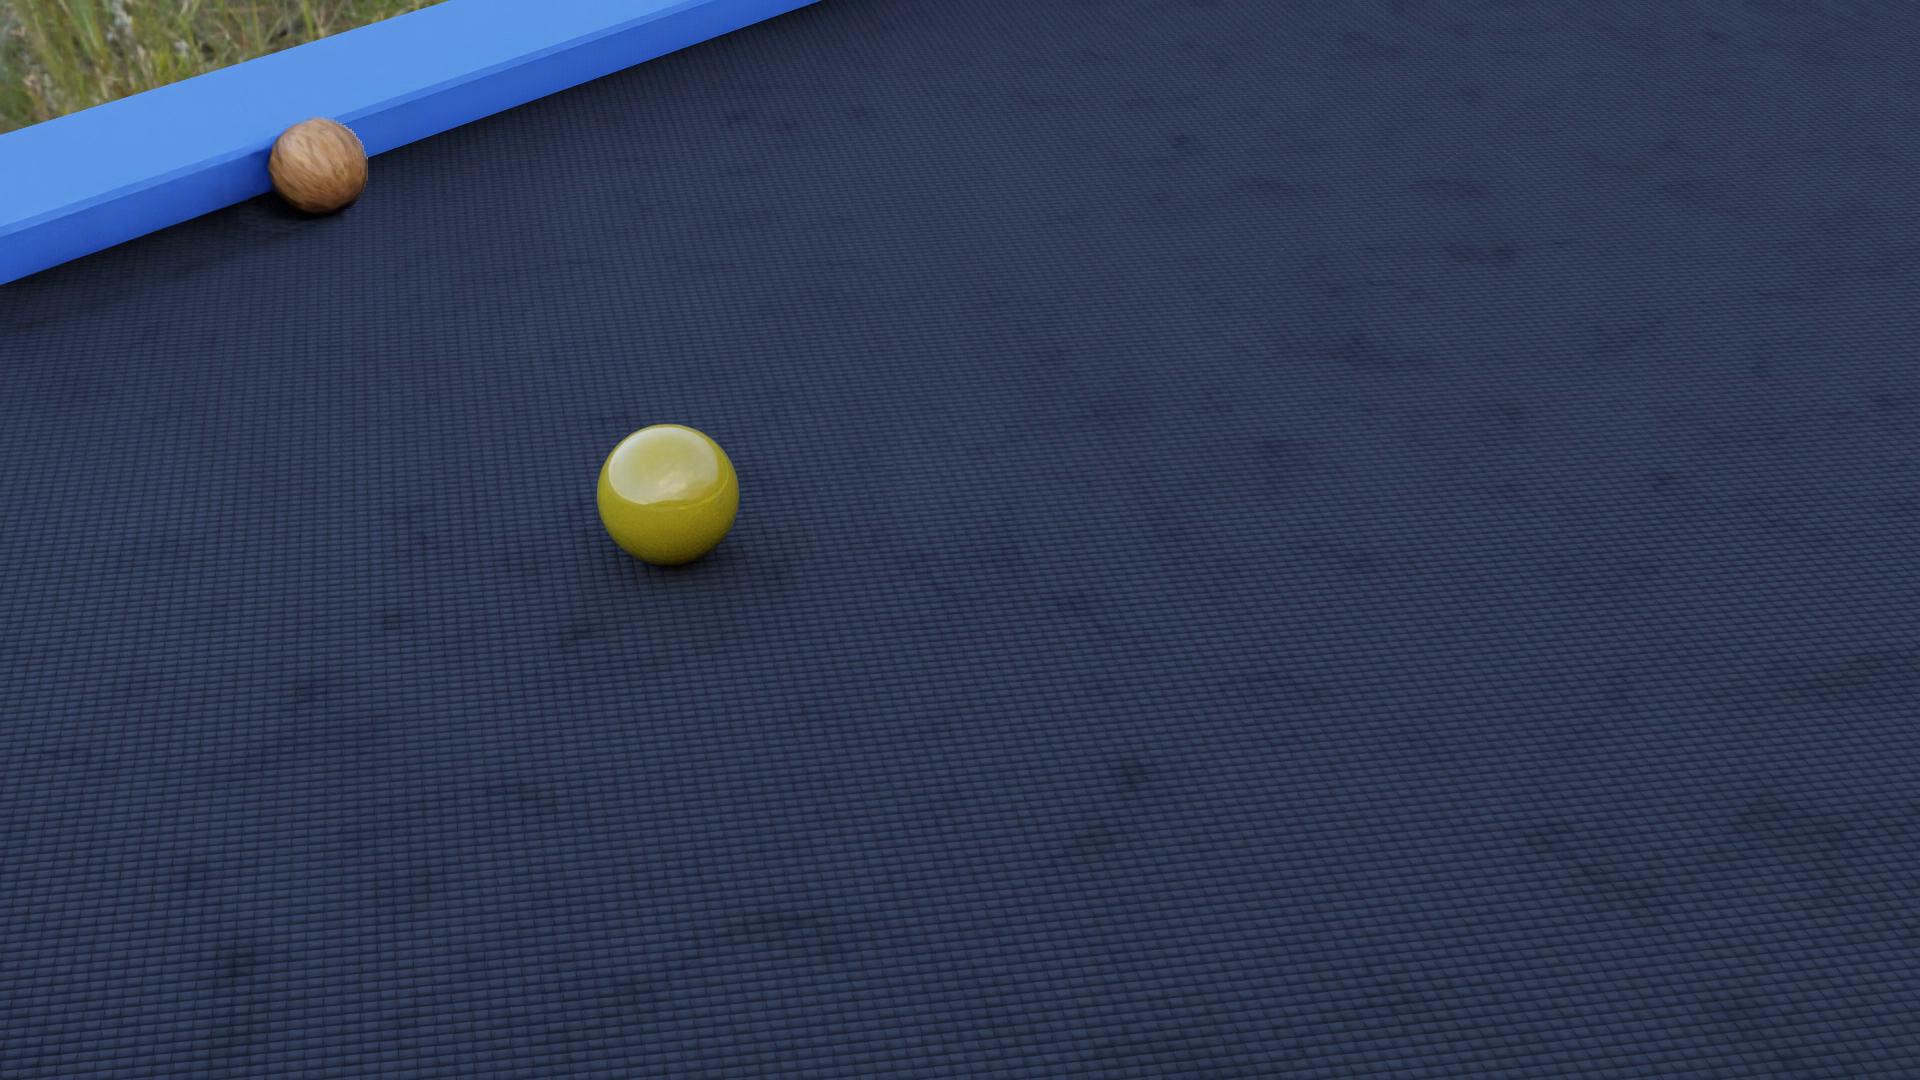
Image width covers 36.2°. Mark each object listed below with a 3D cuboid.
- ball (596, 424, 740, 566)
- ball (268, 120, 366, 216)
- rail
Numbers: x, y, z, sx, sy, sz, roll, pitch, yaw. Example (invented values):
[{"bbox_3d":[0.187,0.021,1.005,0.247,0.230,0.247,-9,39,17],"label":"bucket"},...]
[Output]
[{"bbox_3d":[-0.188,-0.029,1.892,0.092,0.092,0.092,0,25,0],"label":"ball"},{"bbox_3d":[-0.555,-0.322,2.542,0.082,0.082,0.082,0,25,0],"label":"ball"},{"bbox_3d":[-0.289,-0.548,2.988,0.045,0.119,3.574,16,29,31],"label":"rail"}]
